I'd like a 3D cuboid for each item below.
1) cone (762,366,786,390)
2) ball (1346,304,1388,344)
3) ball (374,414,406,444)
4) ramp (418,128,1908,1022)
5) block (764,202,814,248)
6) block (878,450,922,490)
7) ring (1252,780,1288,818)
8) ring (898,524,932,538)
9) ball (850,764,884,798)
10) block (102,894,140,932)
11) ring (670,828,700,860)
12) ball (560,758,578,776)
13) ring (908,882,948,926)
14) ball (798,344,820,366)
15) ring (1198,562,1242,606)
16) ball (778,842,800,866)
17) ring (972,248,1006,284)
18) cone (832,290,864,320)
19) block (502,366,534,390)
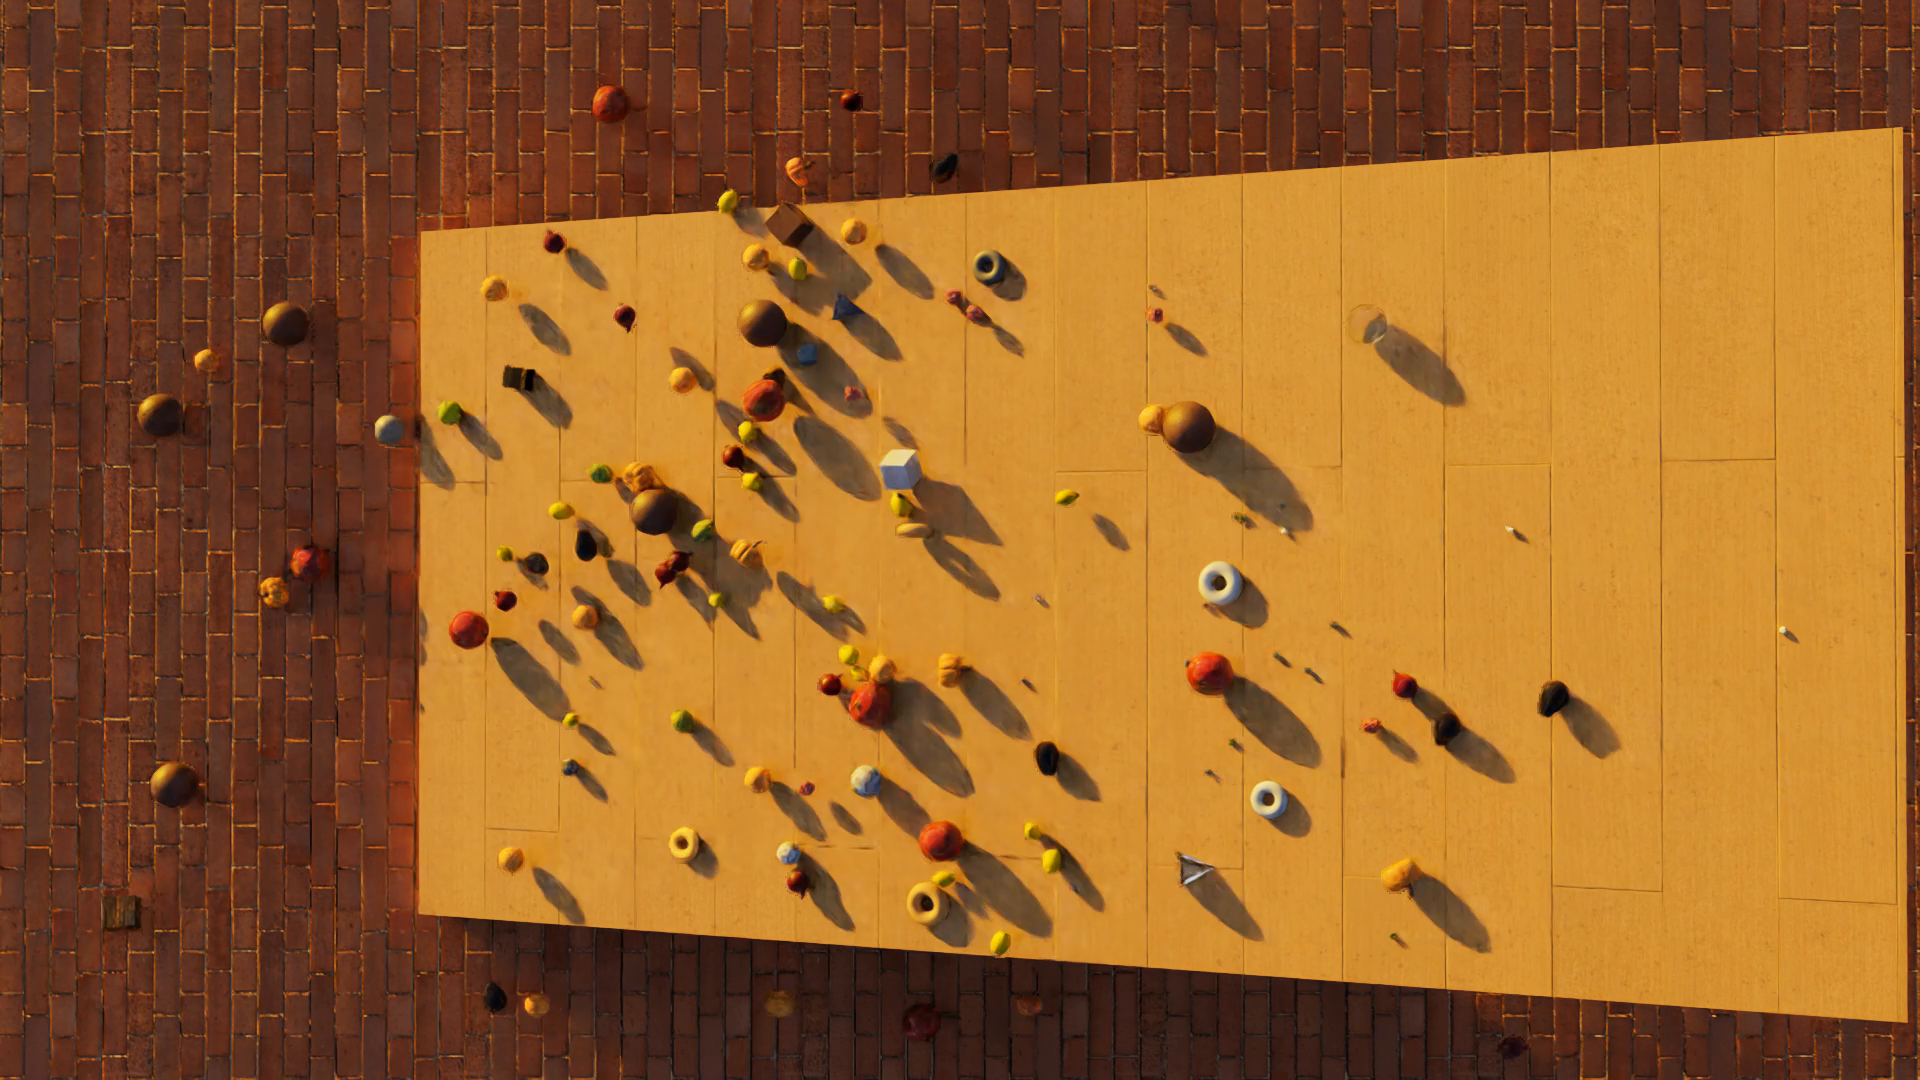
[{"bbox_3d":[-0.520,-0.444,5.974,0.068,0.068,0.068,0,89,23],"label":"cone"},{"bbox_3d":[0.986,-0.523,5.332,0.099,0.099,0.099,0,89,0],"label":"ball"},{"bbox_3d":[-1.670,-0.323,6.440,0.090,0.090,0.090,0,89,0],"label":"ball"},{"bbox_3d":[0.283,0.086,5.725,4.000,0.100,2.000,0,89,23],"label":"ramp"},{"bbox_3d":[-0.461,-0.850,5.948,0.080,0.080,0.080,-45,74,16],"label":"block"},{"bbox_3d":[-0.156,-0.185,5.796,0.075,0.075,0.075,3,125,28],"label":"block"},{"bbox_3d":[0.766,0.643,5.446,0.094,0.031,0.094,0,89,24],"label":"ring"},{"bbox_3d":[-0.118,-0.024,5.784,0.094,0.094,0.031,1,84,0],"label":"ring"},{"bbox_3d":[-0.247,0.639,5.836,0.088,0.088,0.088,0,89,0],"label":"ball"},{"bbox_3d":[-2.454,1.092,6.436,0.090,0.090,0.090,-2,74,-13],"label":"block"},{"bbox_3d":[-0.761,0.841,6.078,0.092,0.031,0.092,-2,85,24],"label":"ring"},{"bbox_3d":[-1.104,0.641,6.213,0.050,0.050,0.050,0,89,0],"label":"ball"},{"bbox_3d":[-0.084,0.960,5.791,0.117,0.039,0.117,1,94,24],"label":"ring"},{"bbox_3d":[-0.409,-0.501,5.932,0.061,0.061,0.061,0,89,0],"label":"ball"},{"bbox_3d":[0.650,0.109,5.498,0.111,0.037,0.111,-1,88,23],"label":"ring"},{"bbox_3d":[-0.462,0.846,5.937,0.063,0.063,0.063,0,89,0],"label":"ball"},{"bbox_3d":[0.075,-0.714,5.750,0.094,0.031,0.094,0,90,24],"label":"ring"},{"bbox_3d":[-0.295,-0.620,5.899,0.083,0.083,0.083,14,89,-5],"label":"cone"},{"bbox_3d":[-1.263,-0.462,6.287,0.060,0.060,0.060,10,93,22],"label":"block"}]
